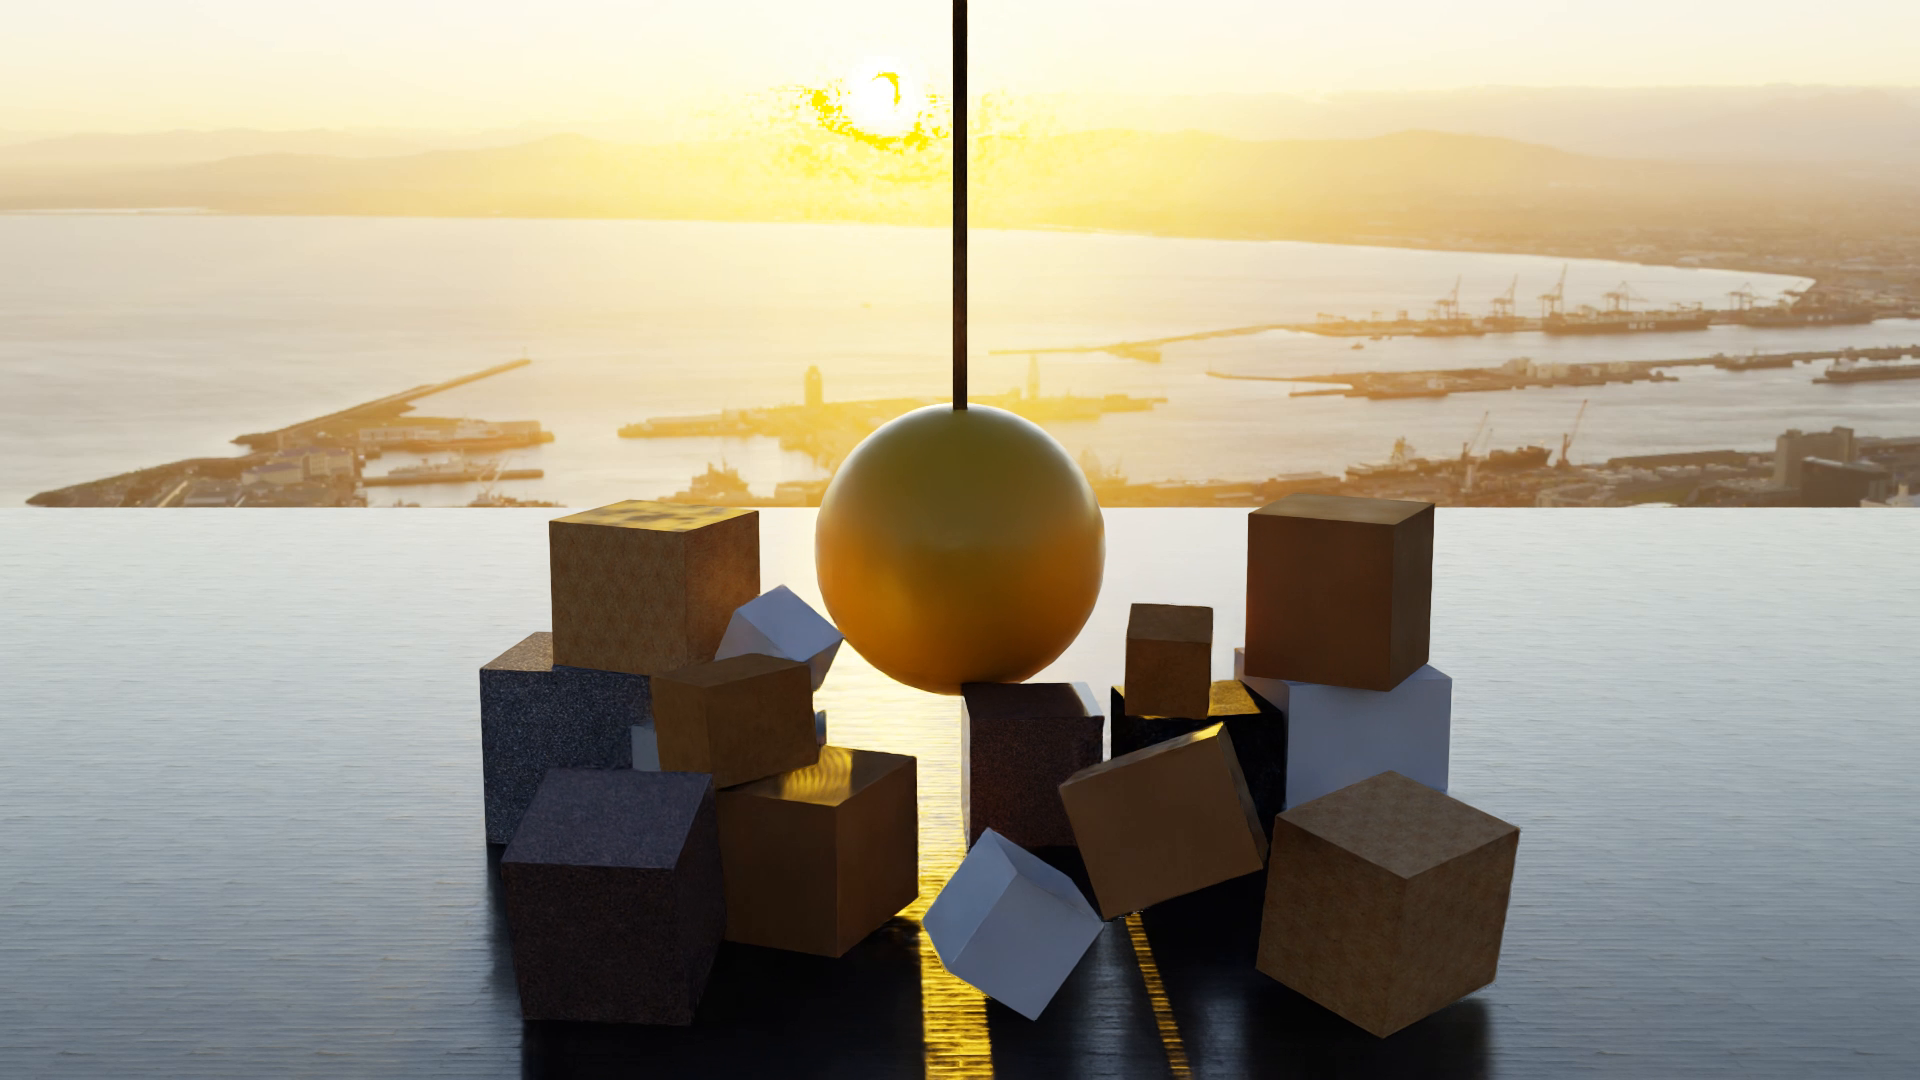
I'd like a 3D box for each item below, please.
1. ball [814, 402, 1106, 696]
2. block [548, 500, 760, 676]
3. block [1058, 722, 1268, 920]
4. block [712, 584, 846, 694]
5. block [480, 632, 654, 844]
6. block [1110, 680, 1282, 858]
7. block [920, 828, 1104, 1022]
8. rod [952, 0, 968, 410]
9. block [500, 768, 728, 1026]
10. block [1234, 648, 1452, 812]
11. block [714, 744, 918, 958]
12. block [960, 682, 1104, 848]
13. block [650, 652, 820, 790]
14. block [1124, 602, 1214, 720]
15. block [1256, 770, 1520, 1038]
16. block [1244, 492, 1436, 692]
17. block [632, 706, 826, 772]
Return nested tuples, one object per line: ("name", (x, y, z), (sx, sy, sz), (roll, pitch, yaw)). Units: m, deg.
("ball", (0.000, 0.051, 12.000), (1.600, 1.600, 1.600), (0, 10, 0))
("block", (-1.538, 0.235, 11.166), (0.787, 0.734, 0.726), (5, 11, 24))
("block", (0.808, 1.087, 8.611), (0.635, 0.530, 0.634), (-20, -3, 9))
("block", (-0.897, 0.544, 10.865), (0.430, 0.382, 0.374), (39, 37, 17))
("block", (-1.910, 1.023, 11.412), (0.867, 0.904, 0.865), (1, 10, 8))
("block", (1.179, 1.161, 11.108), (0.692, 0.742, 0.674), (-2, 10, -11))
("block", (0.208, 1.568, 9.008), (0.450, 0.486, 0.486), (34, 4, -20))
("rod", (0.000, -3.184, 10.953), (0.080, 5.200, 0.080), (0, 18, 0))
("block", (-1.396, 1.451, 9.003), (0.694, 0.763, 0.689), (1, 26, 7))
("block", (1.944, 1.055, 11.324), (0.849, 0.873, 0.854), (-2, 11, -11))
("block", (-0.679, 1.385, 10.004), (0.688, 0.688, 0.839), (4, 11, 23))
("block", (0.361, 1.151, 11.366), (0.671, 0.669, 0.706), (-1, 10, -4))
("block", (-1.020, 0.811, 9.948), (0.555, 0.460, 0.472), (-11, 10, -36))
("block", (1.022, 0.589, 10.757), (0.405, 0.421, 0.374), (3, 26, 8))
("block", (1.757, 1.479, 9.055), (0.759, 0.711, 0.661), (-13, 26, -40))
("block", (1.910, 0.244, 11.045), (0.738, 0.821, 0.721), (5, 12, 27))
("block", (-1.130, 1.219, 10.868), (0.657, 0.713, 0.723), (6, 12, 28))
